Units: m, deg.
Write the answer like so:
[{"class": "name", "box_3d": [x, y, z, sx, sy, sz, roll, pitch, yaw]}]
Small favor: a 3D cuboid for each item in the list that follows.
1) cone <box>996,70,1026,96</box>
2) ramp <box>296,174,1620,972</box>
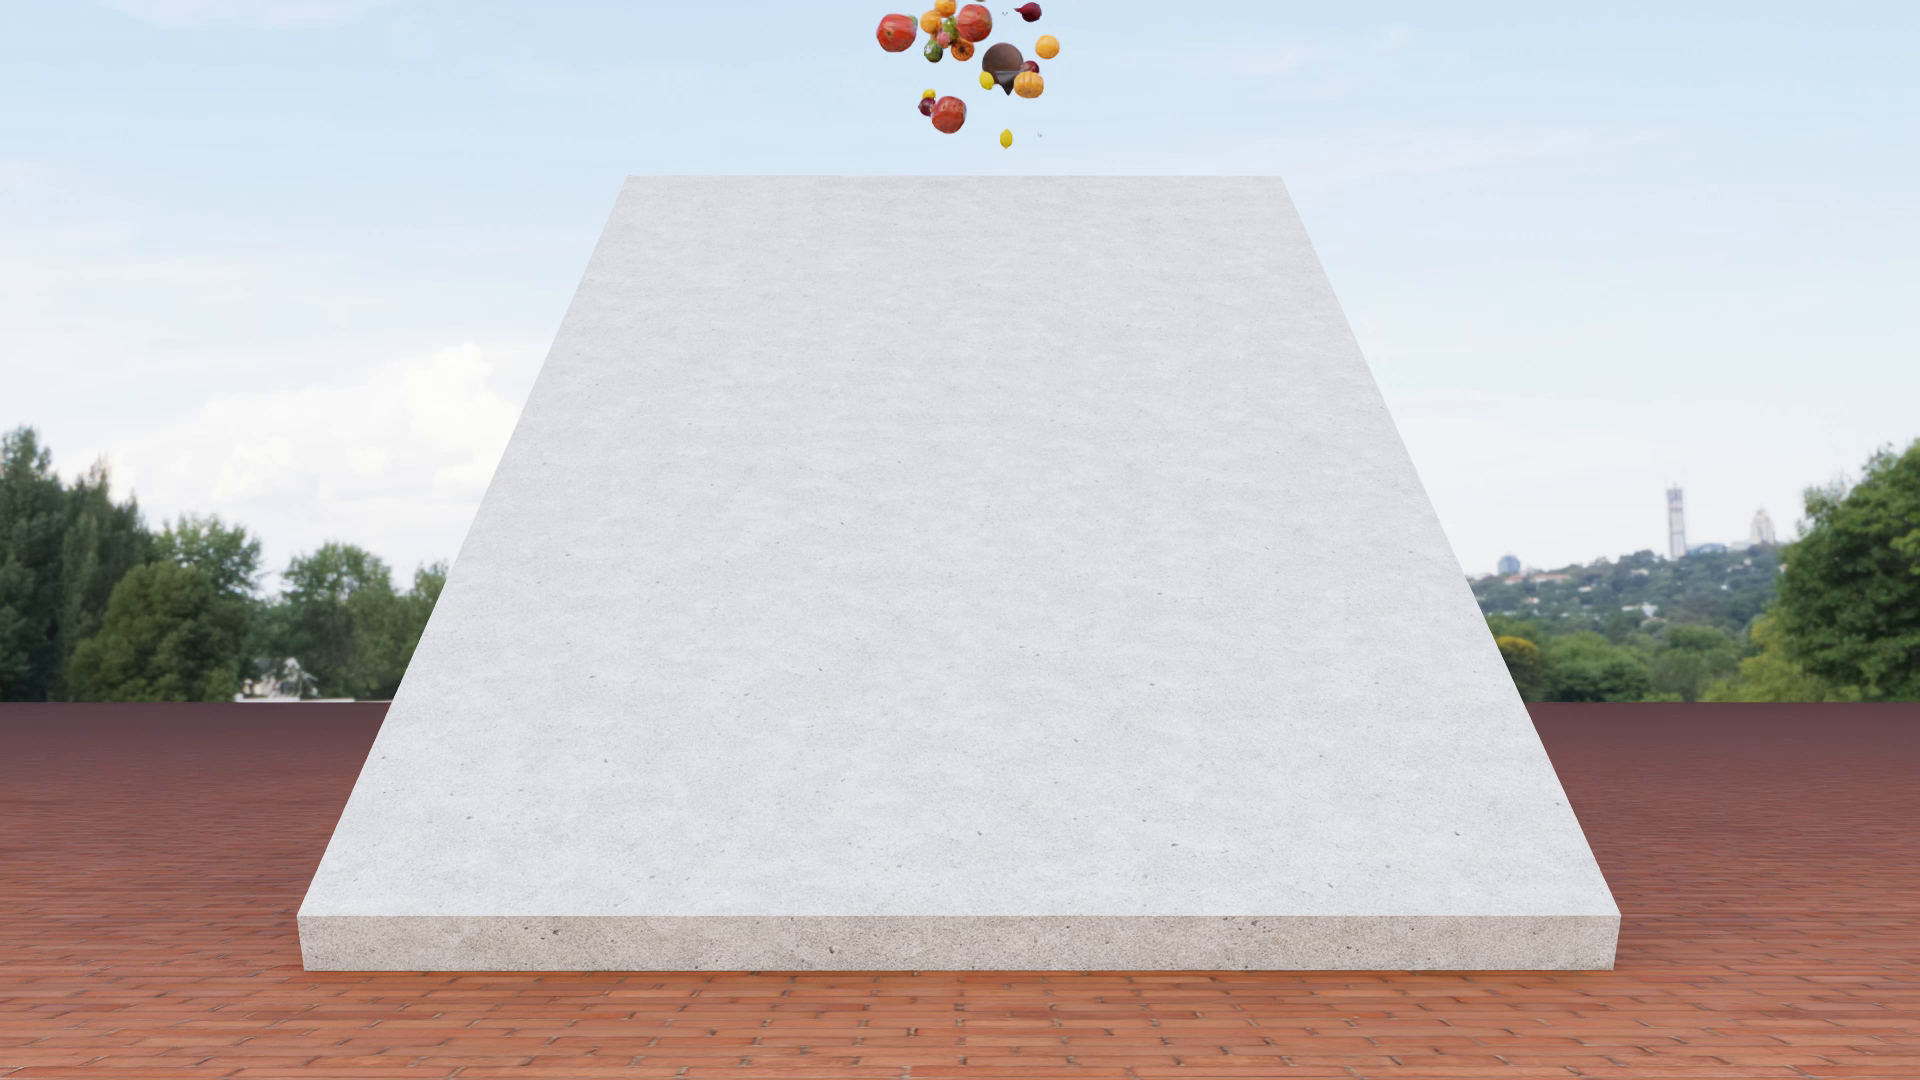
[{"class": "cone", "box_3d": [0.160, -1.359, 6.875, 0.082, 0.082, 0.082, -26, -10, 11]}, {"class": "ramp", "box_3d": [-0.009, -0.229, 5.368, 2.000, 0.100, 4.000, 0, 25, 0]}]
